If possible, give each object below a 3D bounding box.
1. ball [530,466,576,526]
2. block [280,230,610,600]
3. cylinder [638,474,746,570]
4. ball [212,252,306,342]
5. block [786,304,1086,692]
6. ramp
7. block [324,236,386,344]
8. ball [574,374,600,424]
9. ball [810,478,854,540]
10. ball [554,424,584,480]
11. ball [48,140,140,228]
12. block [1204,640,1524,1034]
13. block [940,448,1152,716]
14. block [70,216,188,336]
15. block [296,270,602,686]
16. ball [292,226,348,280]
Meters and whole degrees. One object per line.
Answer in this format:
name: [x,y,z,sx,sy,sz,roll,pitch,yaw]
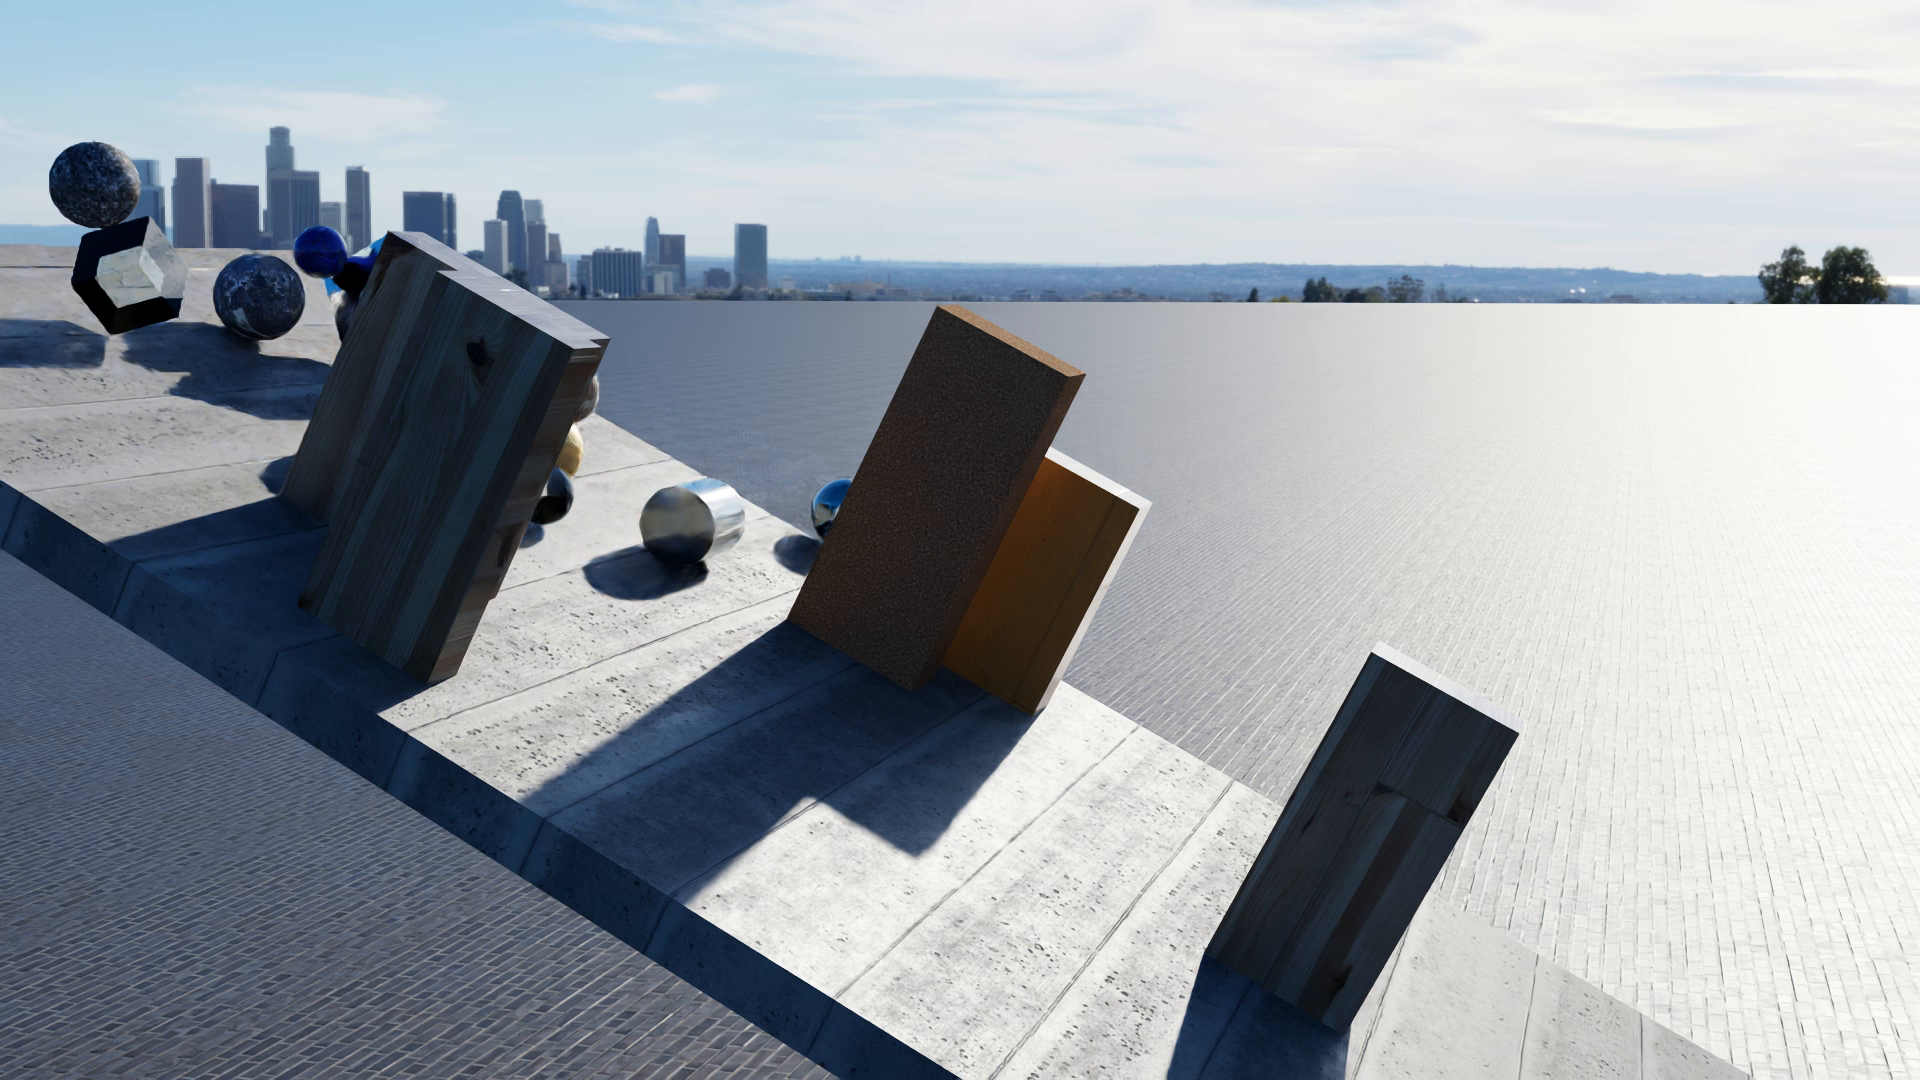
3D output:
ball: [-0.829,-0.090,4.373,0.125,0.125,0.125,0,7,0]
block: [-0.906,-0.214,3.854,0.406,0.520,0.113,29,14,12]
cylinder: [-0.556,-0.038,4.585,0.167,0.167,0.167,3,14,21]
ball: [-1.469,-0.509,4.611,0.185,0.185,0.185,0,7,0]
block: [-0.052,-0.087,4.510,0.305,0.726,0.147,29,14,12]
ramp: [-0.235,0.394,4.155,4.000,0.100,2.000,29,14,12]
block: [-1.217,-0.510,4.756,0.194,0.194,0.194,-27,-21,19]
ball: [-0.830,-0.313,4.635,0.141,0.141,0.141,0,7,0]
ball: [-0.269,-0.062,5.201,0.169,0.169,0.169,0,7,0]
ball: [-0.868,-0.187,4.539,0.179,0.179,0.179,0,7,0]
ball: [-1.601,-0.657,4.069,0.160,0.160,0.160,0,7,0]
block: [0.707,0.524,3.872,0.282,0.625,0.119,29,14,12]
block: [0.153,0.076,4.738,0.306,0.511,0.124,29,14,12]
block: [-1.599,-0.509,4.238,0.143,0.143,0.143,-14,49,8]
block: [-0.806,-0.097,3.453,0.258,0.594,0.092,29,14,12]
ball: [-1.359,-0.611,4.671,0.113,0.113,0.113,0,7,0]
